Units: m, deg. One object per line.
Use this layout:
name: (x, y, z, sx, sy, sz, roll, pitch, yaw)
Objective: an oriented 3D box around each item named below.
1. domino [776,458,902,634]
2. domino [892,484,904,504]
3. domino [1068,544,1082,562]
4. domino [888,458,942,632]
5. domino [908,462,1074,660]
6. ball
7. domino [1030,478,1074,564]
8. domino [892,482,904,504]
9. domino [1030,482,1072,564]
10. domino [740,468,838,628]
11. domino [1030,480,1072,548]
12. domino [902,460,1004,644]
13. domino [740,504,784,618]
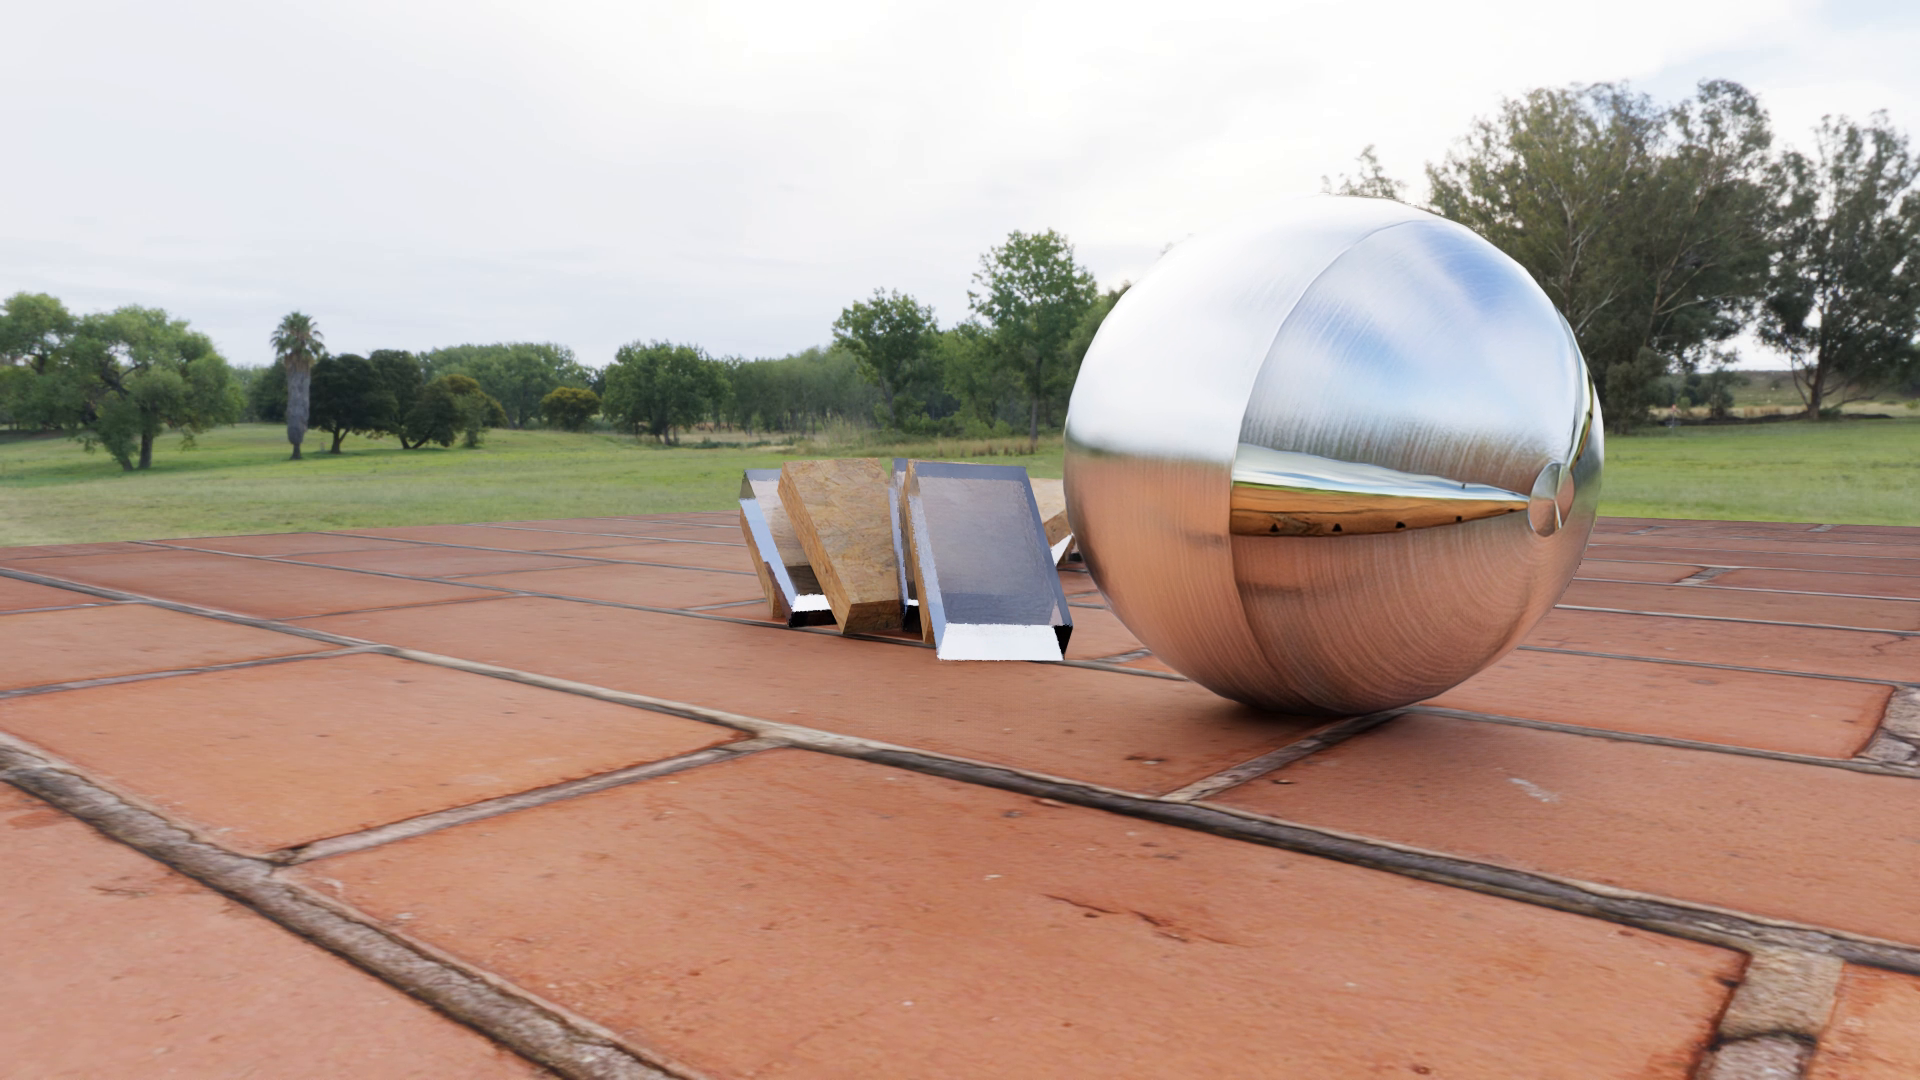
domino: (-0.024, 0.000, 0.306, 0.025, 0.010, 0.050, -4, 44, -27)
domino: (-0.026, 0.000, 0.365, 0.025, 0.010, 0.050, 1, 30, 13)
domino: (0.038, 0.001, 0.493, 0.025, 0.010, 0.050, 1, 4, 15)
domino: (-0.002, 0.001, 0.297, 0.025, 0.010, 0.050, 4, 40, -11)
domino: (0.005, 0.003, 0.265, 0.025, 0.009, 0.050, 2, 41, -13)
ball: (0.056, -0.013, 0.200, 0.080, 0.080, 0.080, 0, 4, 0)
domino: (0.031, -0.008, 0.469, 0.025, 0.009, 0.050, 2, 28, 17)
domino: (-0.022, -0.002, 0.388, 0.025, 0.010, 0.050, -1, 30, 13)
domino: (0.026, -0.005, 0.442, 0.025, 0.009, 0.050, 2, 28, 21)
domino: (-0.036, 0.001, 0.317, 0.025, 0.009, 0.050, -2, 39, -25)
domino: (0.020, -0.004, 0.419, 0.025, 0.010, 0.050, 12, 33, 42)
domino: (0.003, 0.002, 0.281, 0.025, 0.010, 0.050, 3, 40, -12)
domino: (-0.041, 0.003, 0.338, 0.025, 0.010, 0.050, -2, 29, -19)
